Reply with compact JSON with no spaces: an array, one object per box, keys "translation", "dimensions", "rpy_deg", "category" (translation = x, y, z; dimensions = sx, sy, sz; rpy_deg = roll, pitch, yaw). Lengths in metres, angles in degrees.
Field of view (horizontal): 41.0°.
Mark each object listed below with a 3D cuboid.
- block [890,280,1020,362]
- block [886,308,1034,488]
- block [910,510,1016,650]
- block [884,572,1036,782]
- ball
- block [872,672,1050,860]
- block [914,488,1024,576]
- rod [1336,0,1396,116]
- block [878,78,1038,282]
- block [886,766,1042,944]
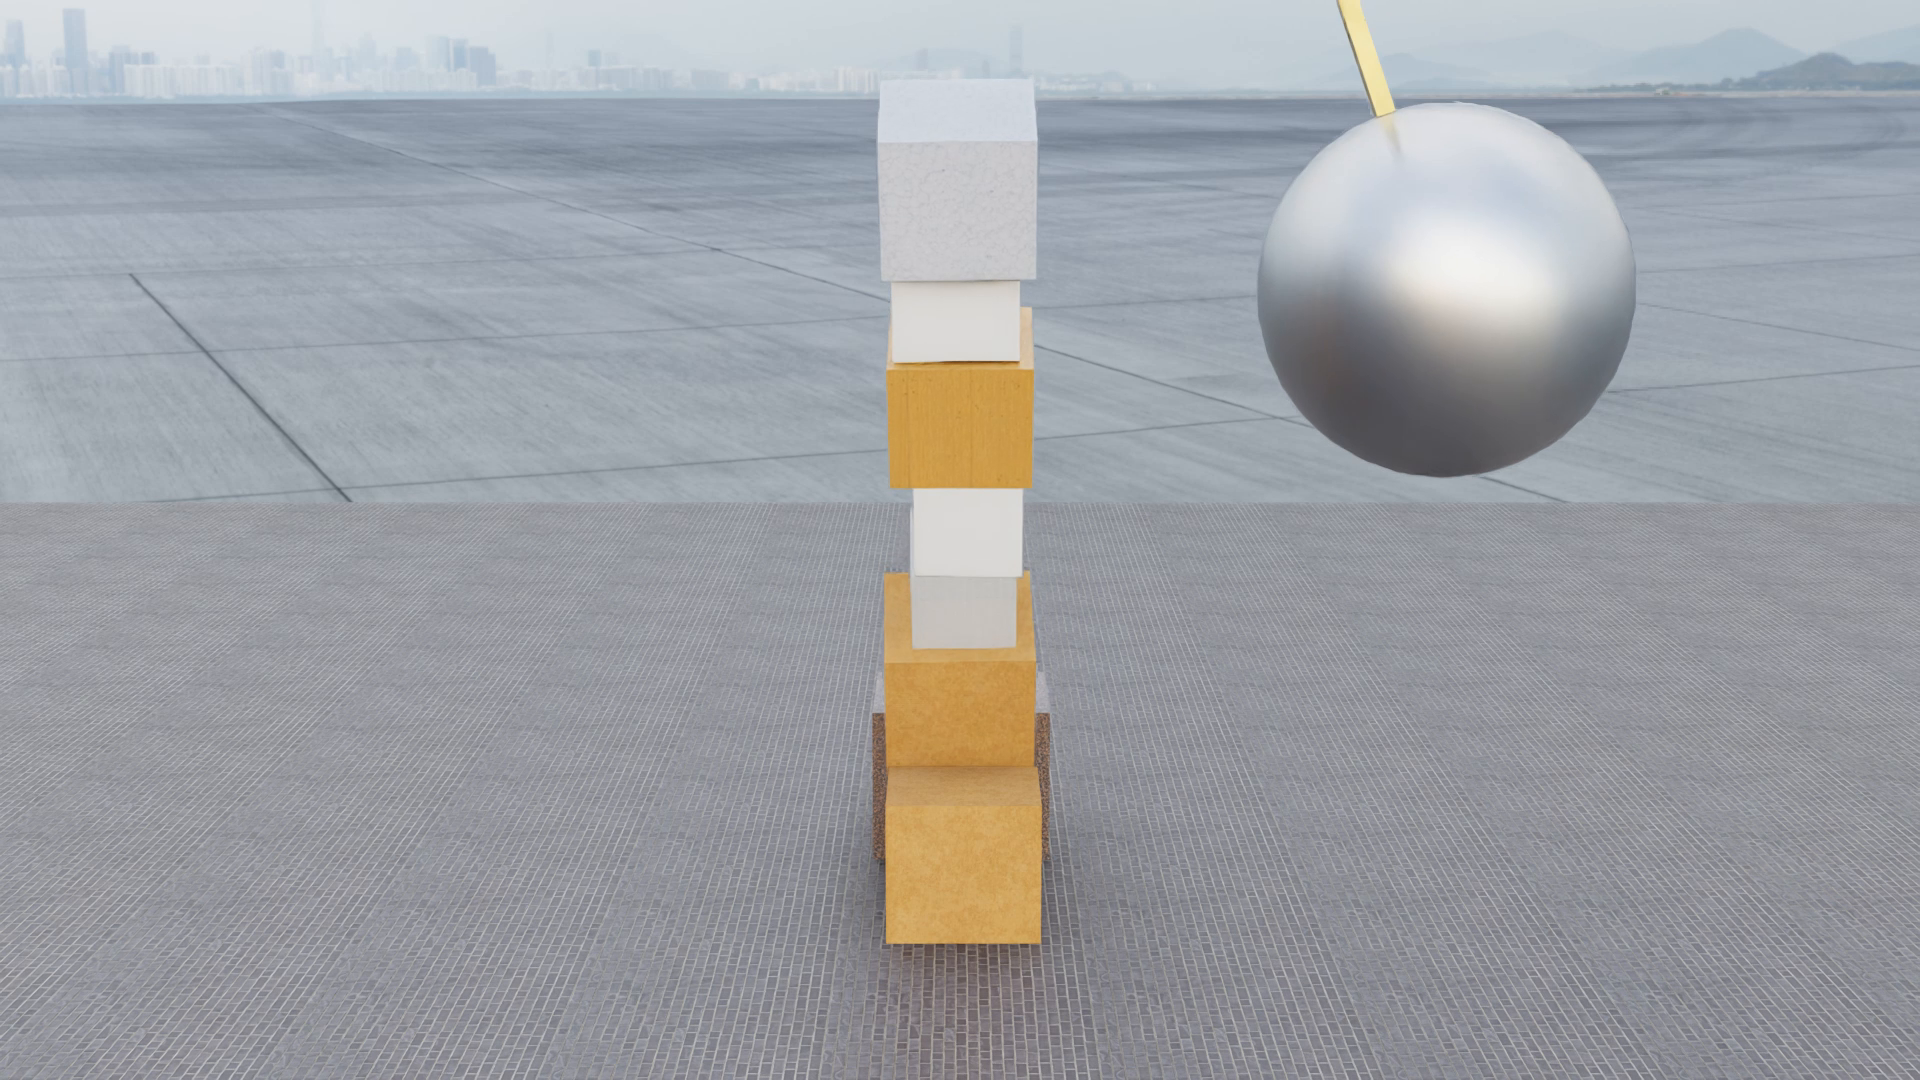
[{"translation":[-0.016,-0.972,10.058],"dimensions":[0.493,0.392,0.412],"rpy_deg":[0,33,0],"category":"block"},{"translation":[0.005,-0.574,10.332],"dimensions":[0.571,0.556,0.477],"rpy_deg":[0,35,1],"category":"block"},{"translation":[0.012,0.162,10.871],"dimensions":[0.436,0.383,0.474],"rpy_deg":[-1,36,-1],"category":"block"},{"translation":[-0.006,0.595,11.168],"dimensions":[0.635,0.668,0.629],"rpy_deg":[-1,36,-1],"category":"block"},{"translation":[2.074,-1.066,10.987],"dimensions":[1.600,1.600,1.600],"rpy_deg":[0,10,0],"category":"ball"},{"translation":[0.005,1.038,11.948],"dimensions":[0.796,0.682,0.808],"rpy_deg":[0,10,0],"category":"block"},{"translation":[0.038,-0.167,10.623],"dimensions":[0.442,0.440,0.468],"rpy_deg":[0,36,1],"category":"block"},{"translation":[0.899,-4.205,10.416],"dimensions":[0.080,5.200,0.080],"rpy_deg":[-20,10,4],"category":"rod"},{"translation":[-0.009,-1.380,9.804],"dimensions":[0.586,0.569,0.585],"rpy_deg":[-1,33,0],"category":"block"},{"translation":[0.014,1.310,10.735],"dimensions":[0.633,0.582,0.602],"rpy_deg":[0,10,0],"category":"block"}]
